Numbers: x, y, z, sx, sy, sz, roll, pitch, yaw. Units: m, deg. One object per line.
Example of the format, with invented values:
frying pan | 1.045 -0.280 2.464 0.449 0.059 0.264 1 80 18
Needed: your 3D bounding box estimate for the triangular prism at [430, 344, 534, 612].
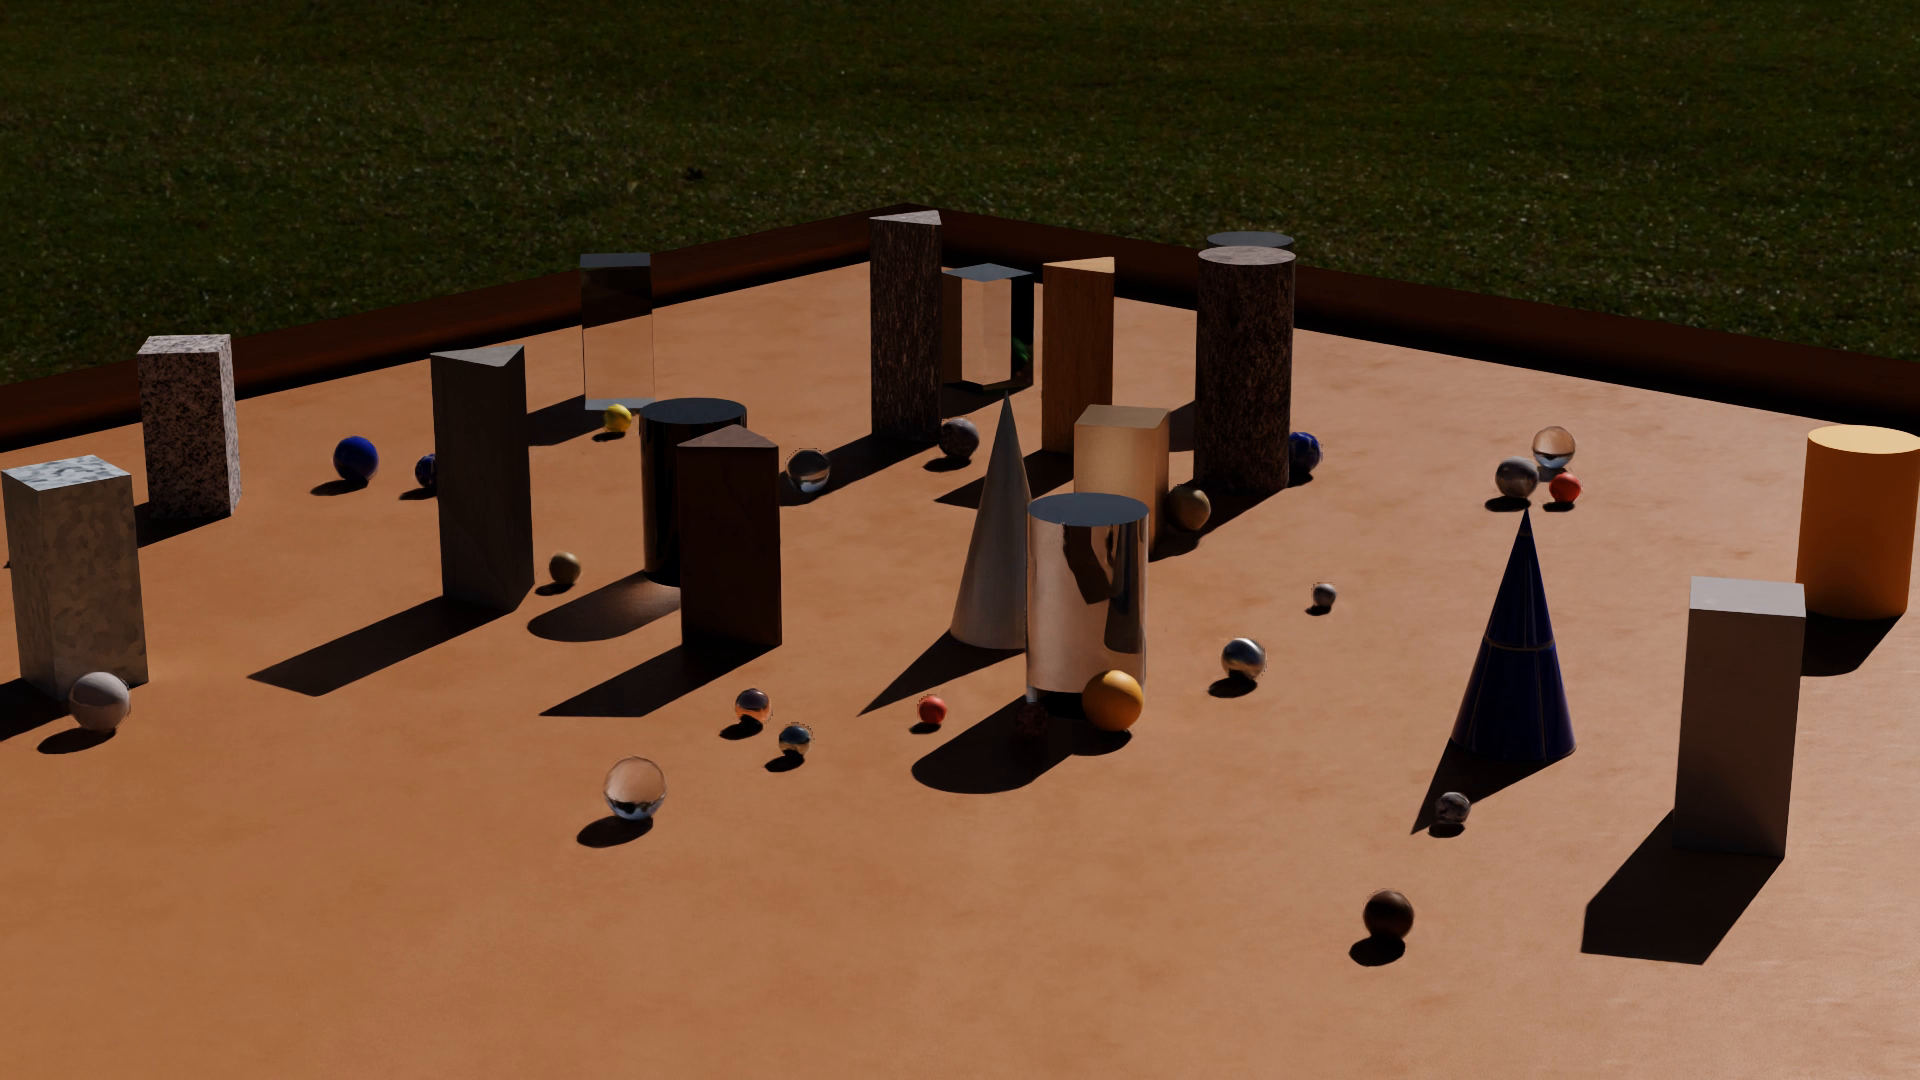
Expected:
triangular prism | -0.795 -0.114 5.068 0.163 0.432 0.141 11 20 33

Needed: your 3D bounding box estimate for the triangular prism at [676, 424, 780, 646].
triangular prism | -0.377 -0.009 4.878 0.163 0.341 0.141 0 17 2

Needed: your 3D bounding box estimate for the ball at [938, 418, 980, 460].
ball | -0.003 -0.206 5.973 0.084 0.084 0.084 0 17 0

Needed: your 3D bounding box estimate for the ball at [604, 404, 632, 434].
ball | -0.721 -0.255 6.176 0.060 0.060 0.060 0 17 0

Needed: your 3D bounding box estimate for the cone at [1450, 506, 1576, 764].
cone | 0.836 0.126 4.376 0.189 0.373 0.189 0 17 0

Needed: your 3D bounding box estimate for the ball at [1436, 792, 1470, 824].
ball | 0.692 0.376 4.112 0.047 0.047 0.047 0 17 0

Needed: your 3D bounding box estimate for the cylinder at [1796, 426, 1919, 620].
cylinder | 1.542 -0.032 5.036 0.189 0.293 0.189 0 17 0

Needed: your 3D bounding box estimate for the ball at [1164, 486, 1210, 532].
ball | 0.421 -0.057 5.430 0.086 0.086 0.086 0 17 0

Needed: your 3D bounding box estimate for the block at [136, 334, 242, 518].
block | -1.471 -0.218 5.605 0.151 0.321 0.151 -2 17 -5

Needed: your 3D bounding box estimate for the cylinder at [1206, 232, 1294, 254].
cylinder | 0.630 -0.481 6.412 0.189 0.357 0.189 0 17 0

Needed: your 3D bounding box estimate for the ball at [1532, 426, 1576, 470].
ball | 1.195 -0.186 5.903 0.087 0.087 0.087 0 17 0

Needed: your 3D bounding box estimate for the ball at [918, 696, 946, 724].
ball | -0.042 0.262 4.498 0.042 0.042 0.042 0 17 0

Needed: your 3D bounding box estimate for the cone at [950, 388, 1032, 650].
cone | 0.077 -0.049 4.870 0.189 0.422 0.189 0 17 0

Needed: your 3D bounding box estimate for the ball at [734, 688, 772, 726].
ball | -0.317 0.256 4.492 0.057 0.057 0.057 0 17 0

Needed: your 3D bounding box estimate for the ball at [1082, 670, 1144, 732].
ball | 0.232 0.245 4.463 0.094 0.094 0.094 0 17 0

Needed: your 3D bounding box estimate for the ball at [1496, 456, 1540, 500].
ball | 1.081 -0.121 5.691 0.084 0.084 0.084 0 17 0

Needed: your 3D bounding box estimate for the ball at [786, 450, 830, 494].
ball | -0.297 -0.134 5.734 0.084 0.084 0.084 0 17 0

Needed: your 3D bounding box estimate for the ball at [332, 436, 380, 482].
ball | -1.197 -0.160 5.810 0.090 0.090 0.090 0 17 0

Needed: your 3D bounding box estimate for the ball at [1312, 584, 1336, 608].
ball | 0.628 0.096 5.050 0.041 0.041 0.041 0 17 0

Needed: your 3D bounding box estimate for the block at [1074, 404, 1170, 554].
block | 0.298 -0.114 5.404 0.151 0.236 0.151 4 17 13

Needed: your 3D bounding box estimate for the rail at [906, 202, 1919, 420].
rail | 1.465 -0.457 6.736 4.316 0.122 0.045 14 22 39

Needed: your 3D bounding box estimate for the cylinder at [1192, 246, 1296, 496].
cylinder | 0.556 -0.333 5.749 0.189 0.457 0.189 0 17 0

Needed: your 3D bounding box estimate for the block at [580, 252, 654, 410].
block | -0.748 -0.457 6.405 0.151 0.315 0.151 -2 17 -6

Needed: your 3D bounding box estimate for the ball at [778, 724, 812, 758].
ball | -0.245 0.300 4.358 0.050 0.050 0.050 0 17 0

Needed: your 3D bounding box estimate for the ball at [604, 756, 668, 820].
ball | -0.457 0.350 4.125 0.090 0.090 0.090 0 17 0

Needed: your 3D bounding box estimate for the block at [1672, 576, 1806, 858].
block | 1.071 0.242 4.039 0.151 0.346 0.151 4 17 14

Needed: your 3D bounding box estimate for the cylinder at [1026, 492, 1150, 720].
cylinder | 0.197 0.101 4.565 0.189 0.311 0.189 0 17 0

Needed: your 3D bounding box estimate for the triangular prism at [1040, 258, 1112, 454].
triangular prism | 0.274 -0.378 6.015 0.163 0.389 0.141 11 20 31

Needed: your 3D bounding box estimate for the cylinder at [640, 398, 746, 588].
cylinder | -0.470 -0.085 5.205 0.189 0.298 0.189 0 17 0

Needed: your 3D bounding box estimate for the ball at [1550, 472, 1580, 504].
ball | 1.169 -0.100 5.667 0.059 0.059 0.059 0 17 0

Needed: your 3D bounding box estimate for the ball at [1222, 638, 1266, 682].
ball | 0.452 0.191 4.683 0.070 0.070 0.070 0 17 0

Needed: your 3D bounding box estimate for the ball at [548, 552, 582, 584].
ball | -0.697 0.050 5.172 0.057 0.057 0.057 0 17 0

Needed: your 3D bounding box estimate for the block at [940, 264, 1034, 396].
block | 0.059 -0.472 6.554 0.151 0.257 0.151 -14 22 -39

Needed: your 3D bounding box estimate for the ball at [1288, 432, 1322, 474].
ball | 0.680 -0.173 5.863 0.086 0.086 0.086 0 17 0

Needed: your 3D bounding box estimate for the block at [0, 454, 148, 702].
block | -1.402 0.059 4.647 0.151 0.345 0.151 -13 21 -37

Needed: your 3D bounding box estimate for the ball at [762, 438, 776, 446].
ball | -0.398 -0.184 5.957 0.051 0.051 0.051 0 17 0

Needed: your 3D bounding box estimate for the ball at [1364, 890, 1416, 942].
ball | 0.547 0.480 3.736 0.066 0.066 0.066 0 17 0

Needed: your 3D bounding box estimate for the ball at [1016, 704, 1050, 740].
ball | 0.111 0.275 4.435 0.054 0.054 0.054 0 17 0

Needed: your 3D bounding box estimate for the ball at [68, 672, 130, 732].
ball | -1.311 0.246 4.467 0.090 0.090 0.090 0 17 0

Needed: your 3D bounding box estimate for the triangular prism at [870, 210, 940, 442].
triangular prism | -0.082 -0.450 6.132 0.163 0.460 0.141 8 19 26

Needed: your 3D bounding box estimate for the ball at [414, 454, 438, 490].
ball | -1.034 -0.134 5.757 0.071 0.071 0.071 0 17 0

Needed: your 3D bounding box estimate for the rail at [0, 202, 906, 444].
rail | -1.612 -0.374 6.460 0.045 0.122 4.516 14 22 39
